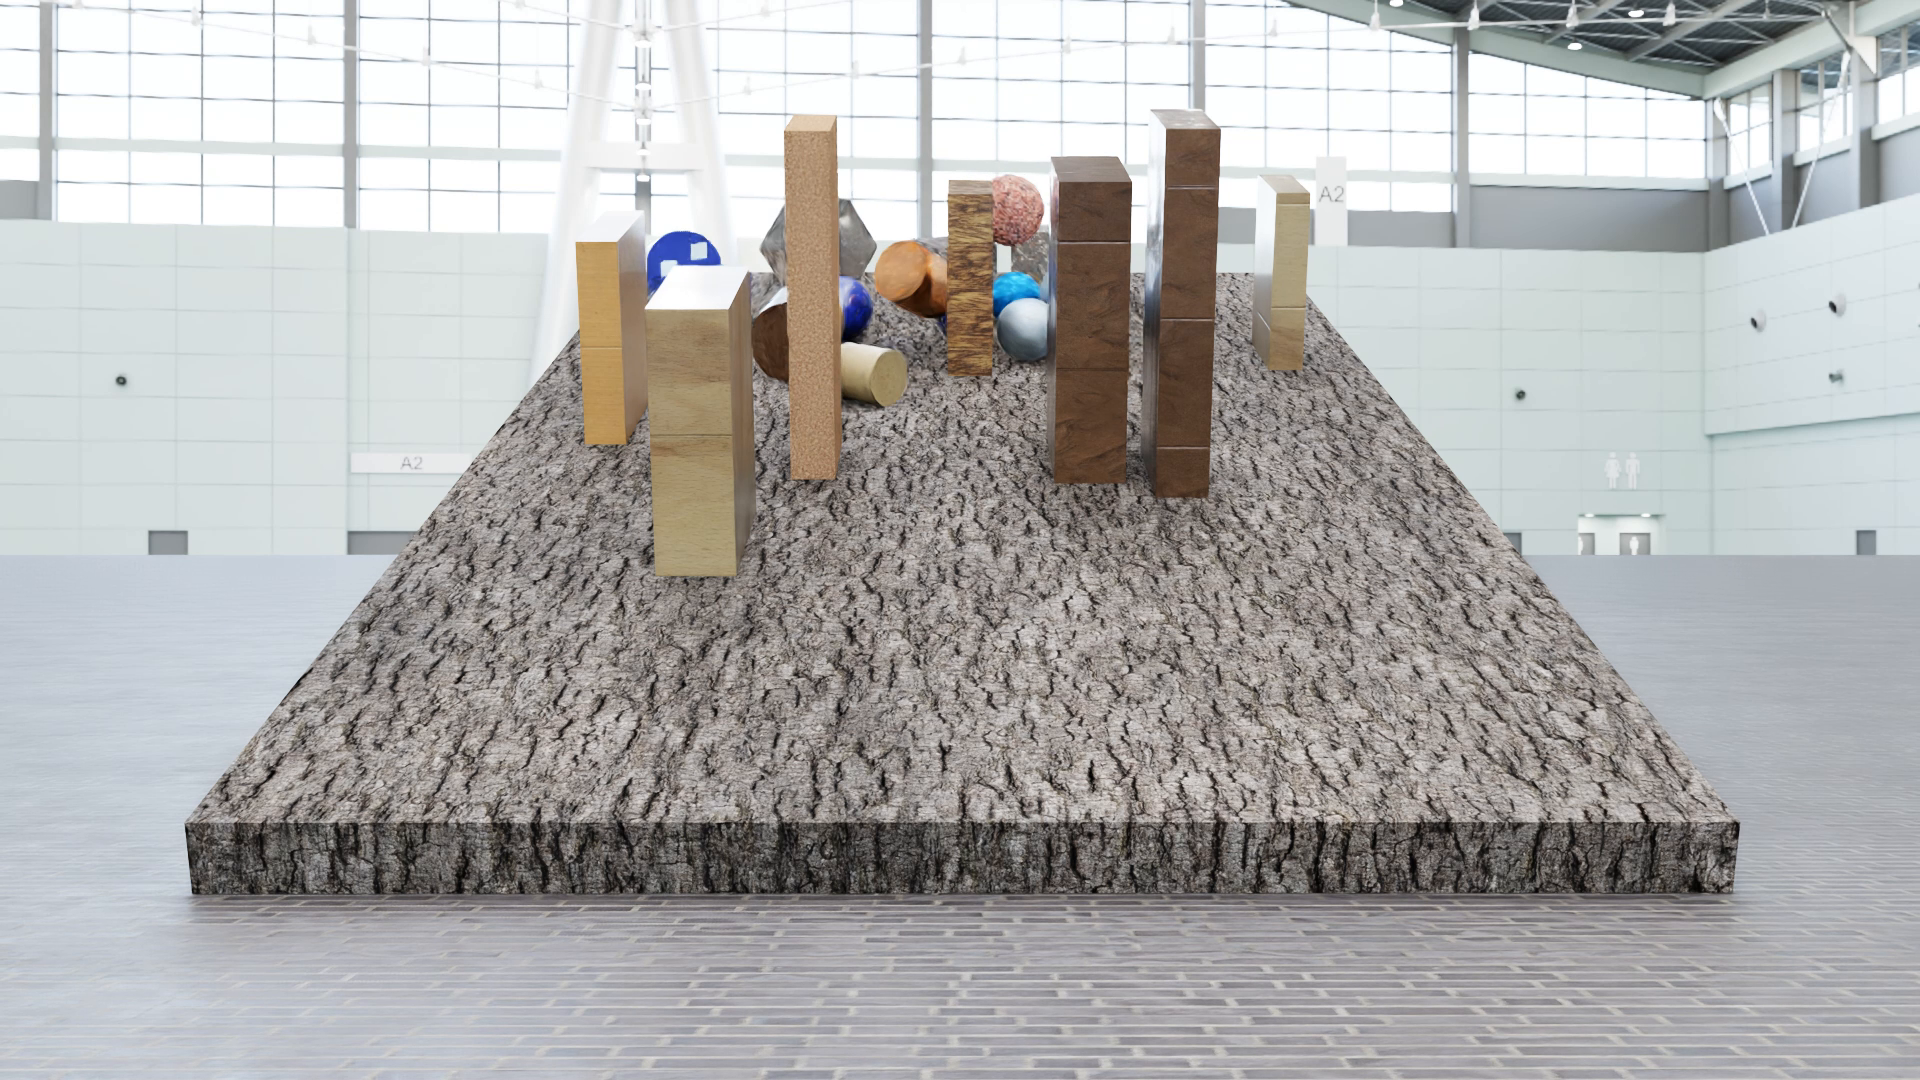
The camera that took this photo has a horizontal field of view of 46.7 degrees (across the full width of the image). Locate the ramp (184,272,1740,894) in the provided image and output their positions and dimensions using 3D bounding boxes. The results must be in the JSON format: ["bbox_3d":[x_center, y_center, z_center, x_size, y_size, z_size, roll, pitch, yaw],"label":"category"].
[{"bbox_3d":[-0.003,-0.173,4.782,2.000,0.100,4.000,0,17,0],"label":"ramp"}]

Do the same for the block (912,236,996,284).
[{"bbox_3d":[-0.017,-0.746,6.190,0.174,0.174,0.174,-9,19,-26],"label":"block"}]

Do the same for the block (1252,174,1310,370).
[{"bbox_3d":[0.791,-0.665,5.490,0.083,0.430,0.322,0,17,0],"label":"block"}]

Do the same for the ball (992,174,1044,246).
[{"bbox_3d":[0.136,-0.909,6.122,0.195,0.195,0.195,0,0,0],"label":"ball"}]

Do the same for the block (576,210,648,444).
[{"bbox_3d":[-0.751,-0.471,4.843,0.087,0.432,0.424,0,17,0],"label":"block"}]

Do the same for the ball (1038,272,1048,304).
[{"bbox_3d":[0.305,-0.629,5.756,0.203,0.203,0.203,0,0,0],"label":"ball"}]

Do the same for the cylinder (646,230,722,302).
[{"bbox_3d":[-0.754,-0.715,5.934,0.204,0.204,0.204,0,1,-17],"label":"cylinder"}]

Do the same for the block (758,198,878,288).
[{"bbox_3d":[-0.396,-0.822,6.239,0.205,0.205,0.205,11,-28,31],"label":"block"}]

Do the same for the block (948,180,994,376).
[{"bbox_3d":[0.024,-0.640,5.395,0.106,0.435,0.258,0,17,0],"label":"block"}]

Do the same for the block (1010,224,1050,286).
[{"bbox_3d":[0.245,-0.839,6.529,0.154,0.154,0.154,5,18,16],"label":"block"}]

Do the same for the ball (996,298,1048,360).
[{"bbox_3d":[0.167,-0.520,5.482,0.155,0.155,0.155,0,0,0],"label":"ball"}]

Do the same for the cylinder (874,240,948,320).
[{"bbox_3d":[-0.107,-0.656,5.598,0.158,0.158,0.158,0,-12,33],"label":"cylinder"}]

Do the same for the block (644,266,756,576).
[{"bbox_3d":[-0.456,-0.221,3.964,0.140,0.468,0.411,0,17,0],"label":"block"}]

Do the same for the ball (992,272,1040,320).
[{"bbox_3d":[0.145,-0.638,5.889,0.144,0.144,0.144,0,0,0],"label":"ball"}]

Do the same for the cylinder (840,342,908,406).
[{"bbox_3d":[-0.210,-0.378,5.058,0.129,0.129,0.129,13,8,36],"label":"cylinder"}]

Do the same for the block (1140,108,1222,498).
[{"bbox_3d":[0.431,-0.473,4.380,0.103,0.708,0.353,0,17,0],"label":"block"}]

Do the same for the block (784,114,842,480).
[{"bbox_3d":[-0.294,-0.493,4.476,0.088,0.689,0.287,0,17,0],"label":"block"}]

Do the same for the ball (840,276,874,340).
[{"bbox_3d":[-0.306,-0.595,5.708,0.166,0.166,0.166,0,0,0],"label":"ball"}]

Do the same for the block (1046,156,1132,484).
[{"bbox_3d":[0.258,-0.455,4.513,0.141,0.597,0.392,0,17,0],"label":"block"}]

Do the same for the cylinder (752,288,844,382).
[{"bbox_3d":[-0.388,-0.499,5.321,0.195,0.195,0.195,0,21,8],"label":"cylinder"}]

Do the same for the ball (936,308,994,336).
[{"bbox_3d":[0.010,-0.585,5.700,0.151,0.151,0.151,0,0,0],"label":"ball"}]
